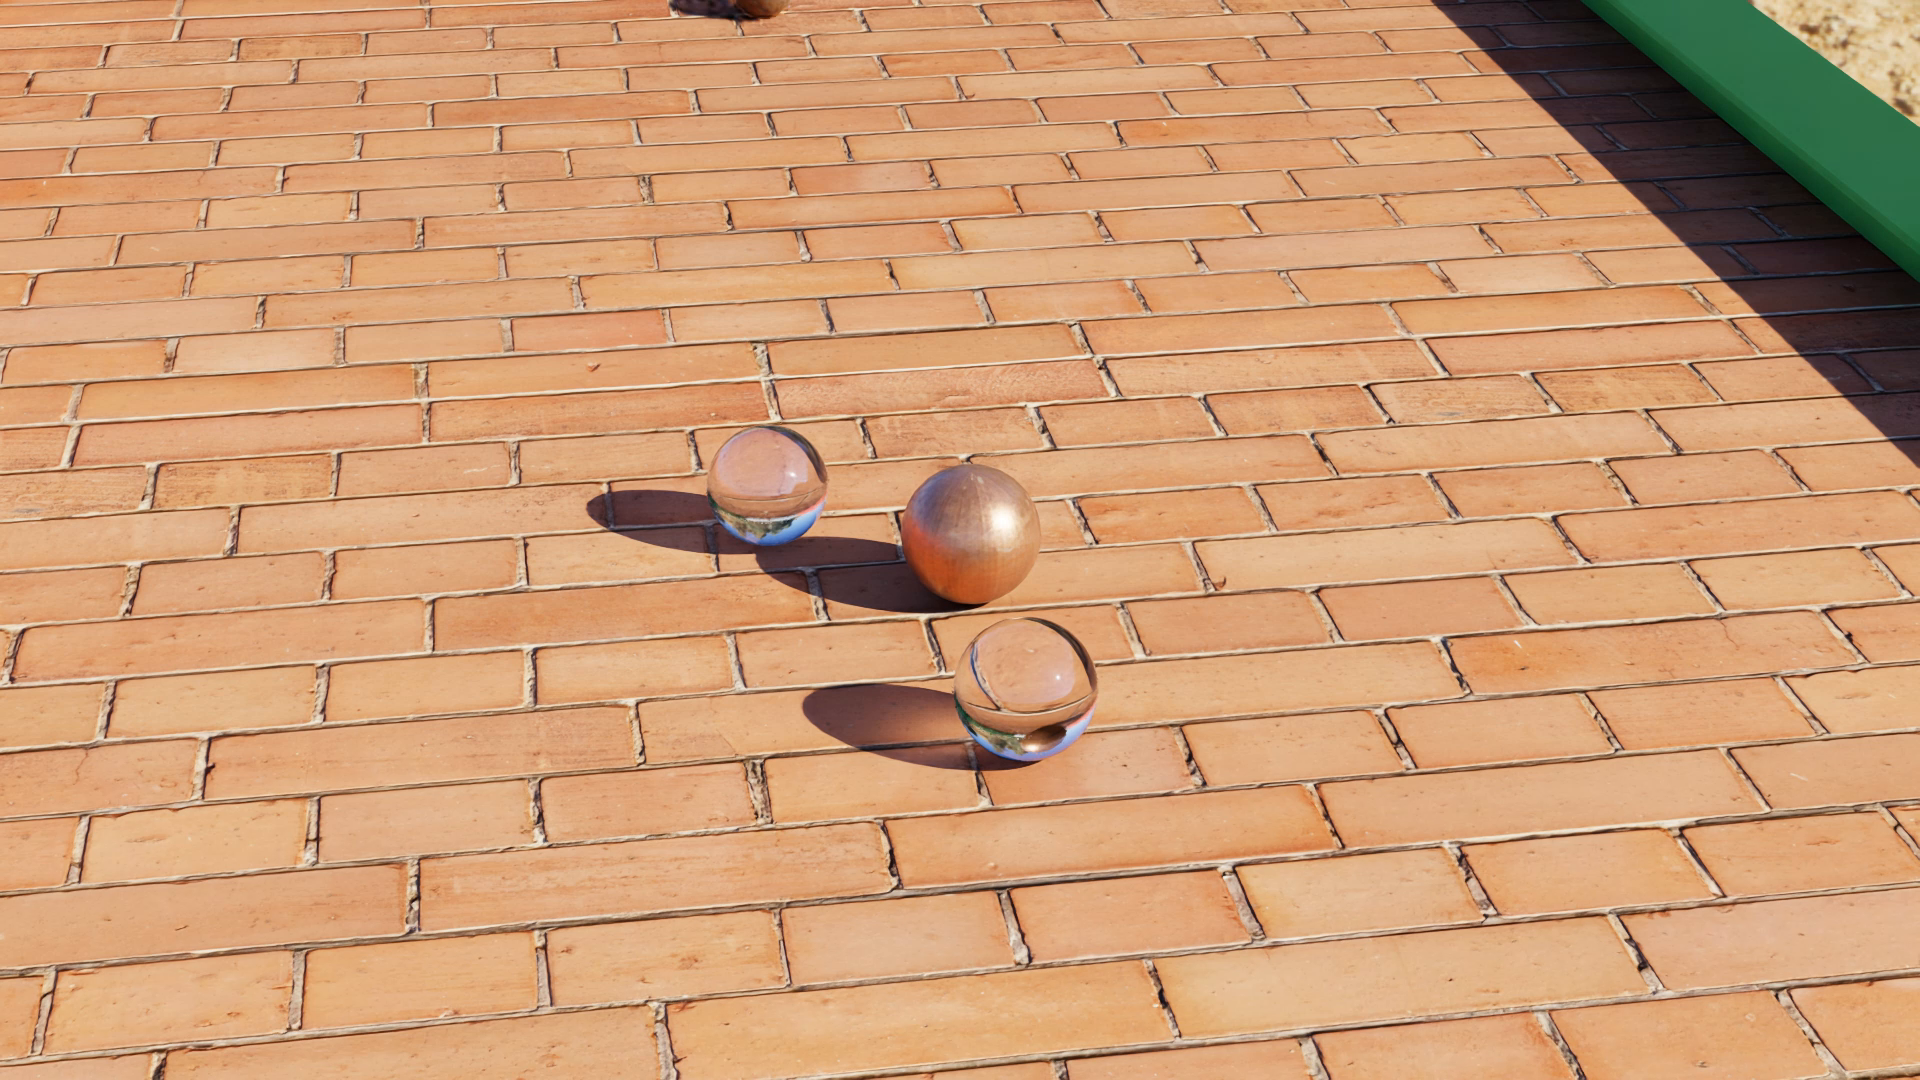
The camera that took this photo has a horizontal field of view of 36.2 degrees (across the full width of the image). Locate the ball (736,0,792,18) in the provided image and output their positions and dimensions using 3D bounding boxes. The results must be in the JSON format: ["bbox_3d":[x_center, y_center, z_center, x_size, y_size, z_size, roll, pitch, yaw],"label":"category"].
[{"bbox_3d":[-0.200,-0.565,2.994,0.065,0.065,0.065,0,27,0],"label":"ball"}]

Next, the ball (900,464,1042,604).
[{"bbox_3d":[0.007,-0.004,1.863,0.089,0.089,0.089,0,27,0],"label":"ball"}]

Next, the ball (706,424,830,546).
[{"bbox_3d":[-0.127,-0.036,1.936,0.081,0.081,0.081,0,27,0],"label":"ball"}]

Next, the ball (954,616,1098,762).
[{"bbox_3d":[0.038,0.086,1.694,0.084,0.084,0.084,0,27,0],"label":"ball"}]

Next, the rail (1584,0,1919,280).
[{"bbox_3d":[0.689,-0.427,2.664,0.045,0.116,3.154,-4,27,-8],"label":"rail"}]
